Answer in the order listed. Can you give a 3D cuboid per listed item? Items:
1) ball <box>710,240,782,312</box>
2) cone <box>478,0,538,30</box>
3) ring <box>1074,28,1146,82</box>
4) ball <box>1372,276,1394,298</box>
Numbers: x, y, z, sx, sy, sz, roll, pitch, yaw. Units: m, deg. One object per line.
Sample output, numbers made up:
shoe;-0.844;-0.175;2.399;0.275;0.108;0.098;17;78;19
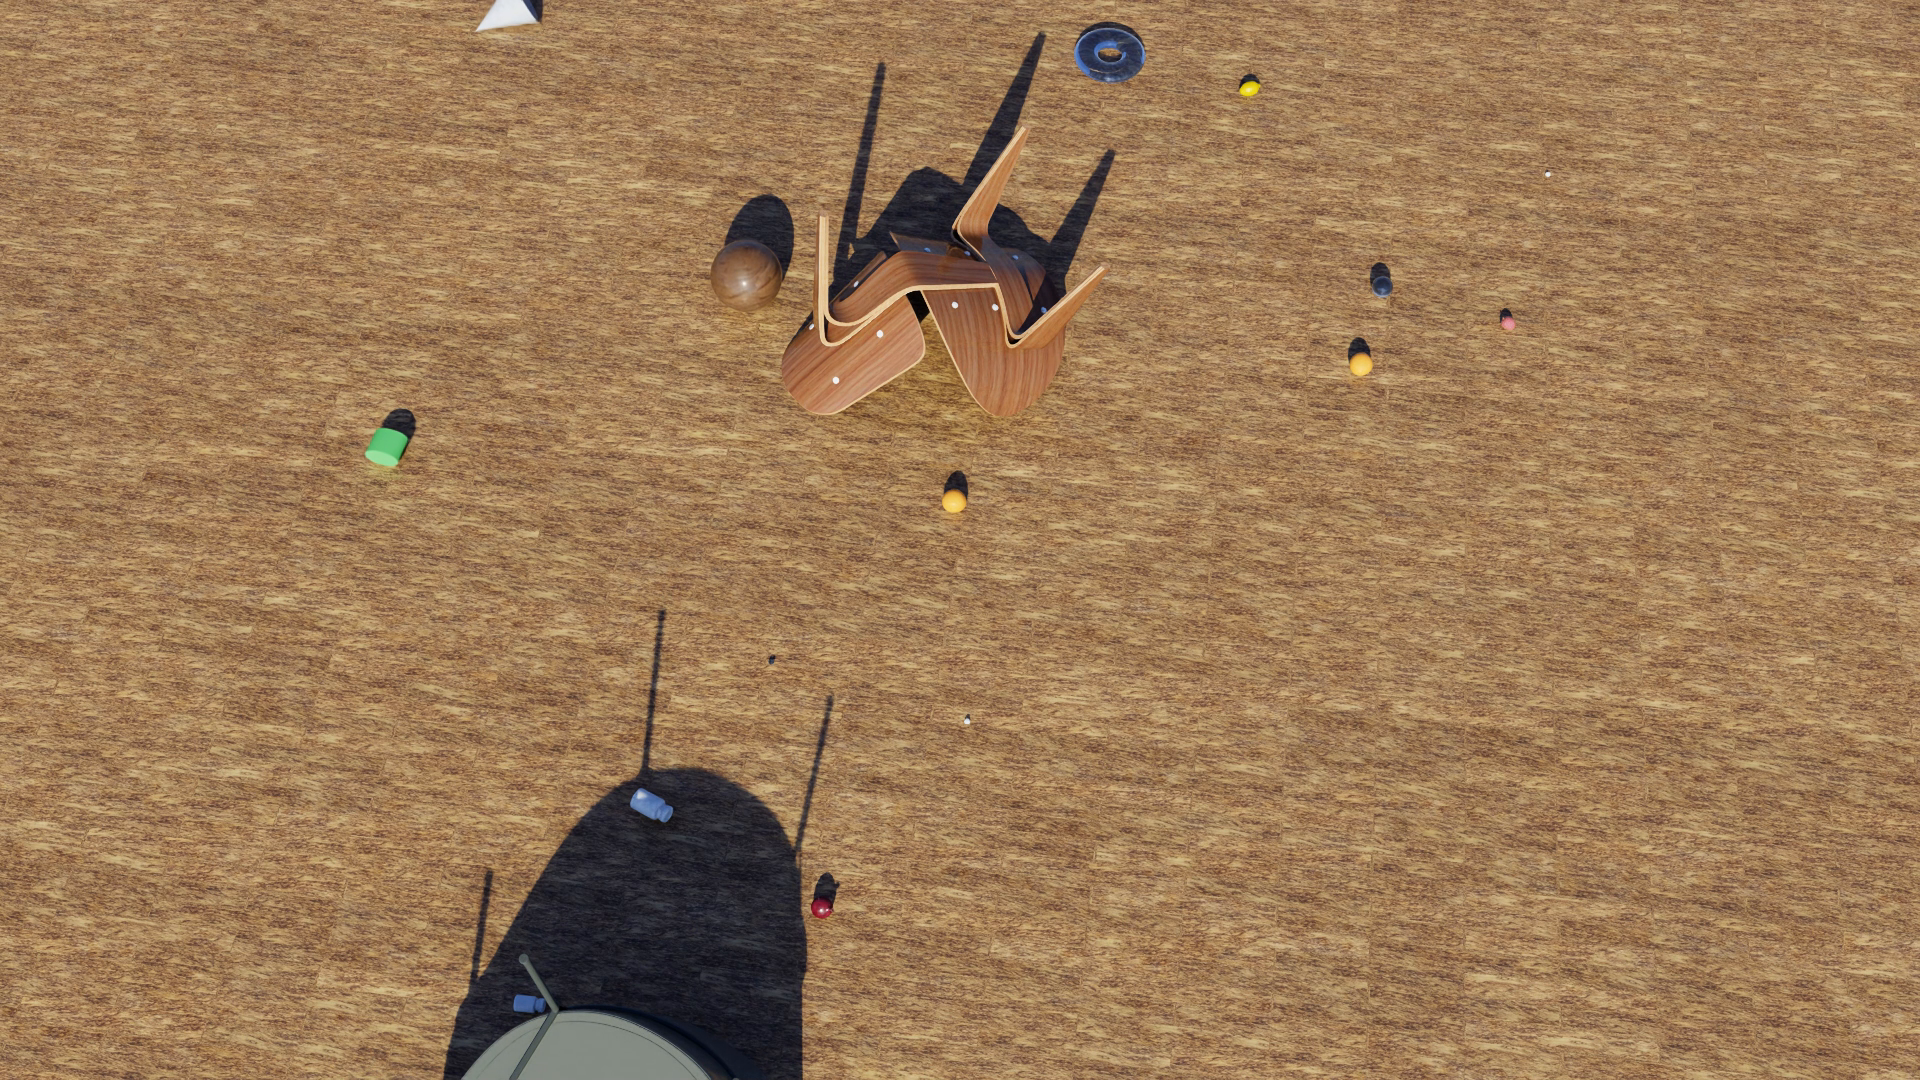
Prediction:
ball;-0.680;-0.841;7.000;0.230;0.230;0.230;0;56;0
cone;-1.624;-1.854;7.774;0.209;0.151;0.182;-30;78;5
ring;0.523;-1.692;7.679;0.250;0.051;0.256;-12;58;-8
ball;1.360;-0.815;7.079;0.069;0.069;0.069;0;56;0
